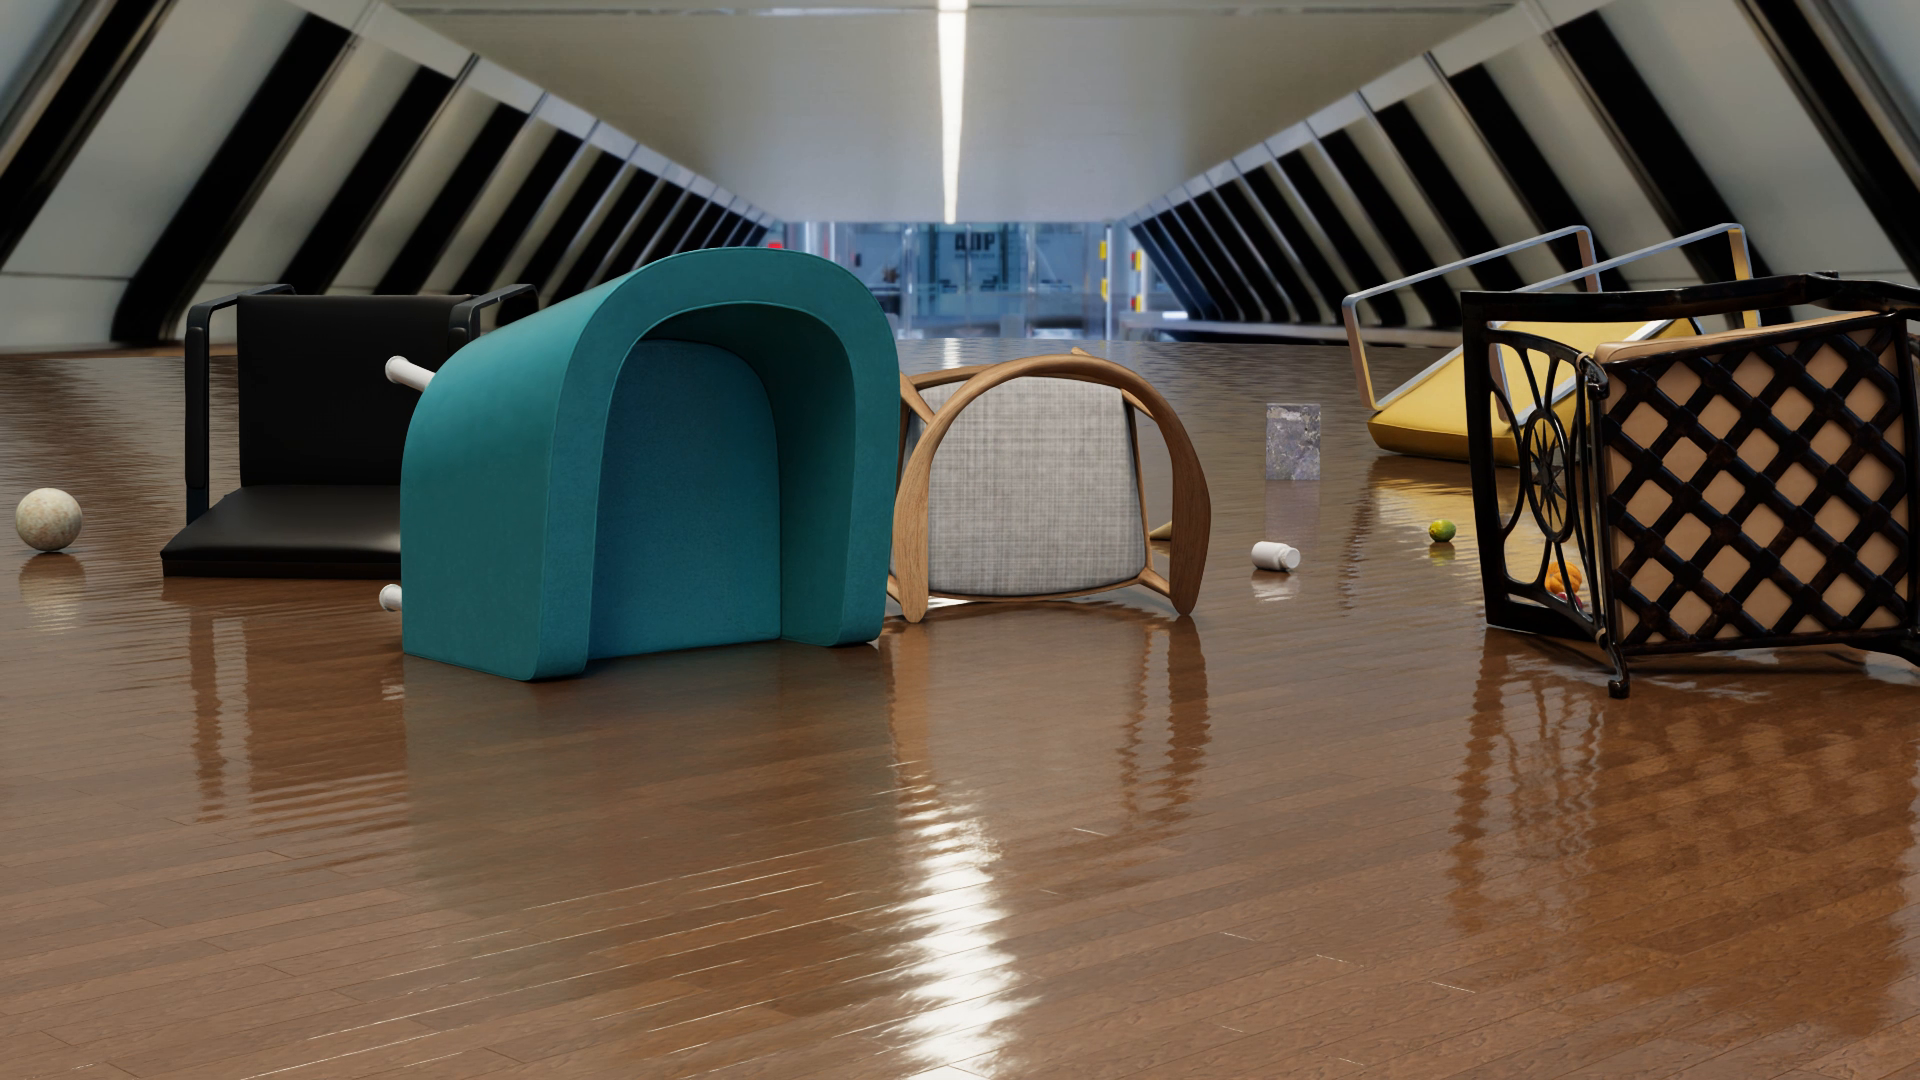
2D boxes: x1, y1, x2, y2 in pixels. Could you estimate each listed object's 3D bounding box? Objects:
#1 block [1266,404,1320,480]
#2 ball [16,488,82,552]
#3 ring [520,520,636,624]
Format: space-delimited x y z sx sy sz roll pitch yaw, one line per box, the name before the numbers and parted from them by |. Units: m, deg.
block | 1.087 -0.323 8.377 0.173 0.239 0.161 1 6 7
ball | -2.180 -0.048 6.138 0.153 0.153 0.153 0 6 0
ring | -0.730 0.062 4.892 0.221 0.198 0.161 25 14 34
